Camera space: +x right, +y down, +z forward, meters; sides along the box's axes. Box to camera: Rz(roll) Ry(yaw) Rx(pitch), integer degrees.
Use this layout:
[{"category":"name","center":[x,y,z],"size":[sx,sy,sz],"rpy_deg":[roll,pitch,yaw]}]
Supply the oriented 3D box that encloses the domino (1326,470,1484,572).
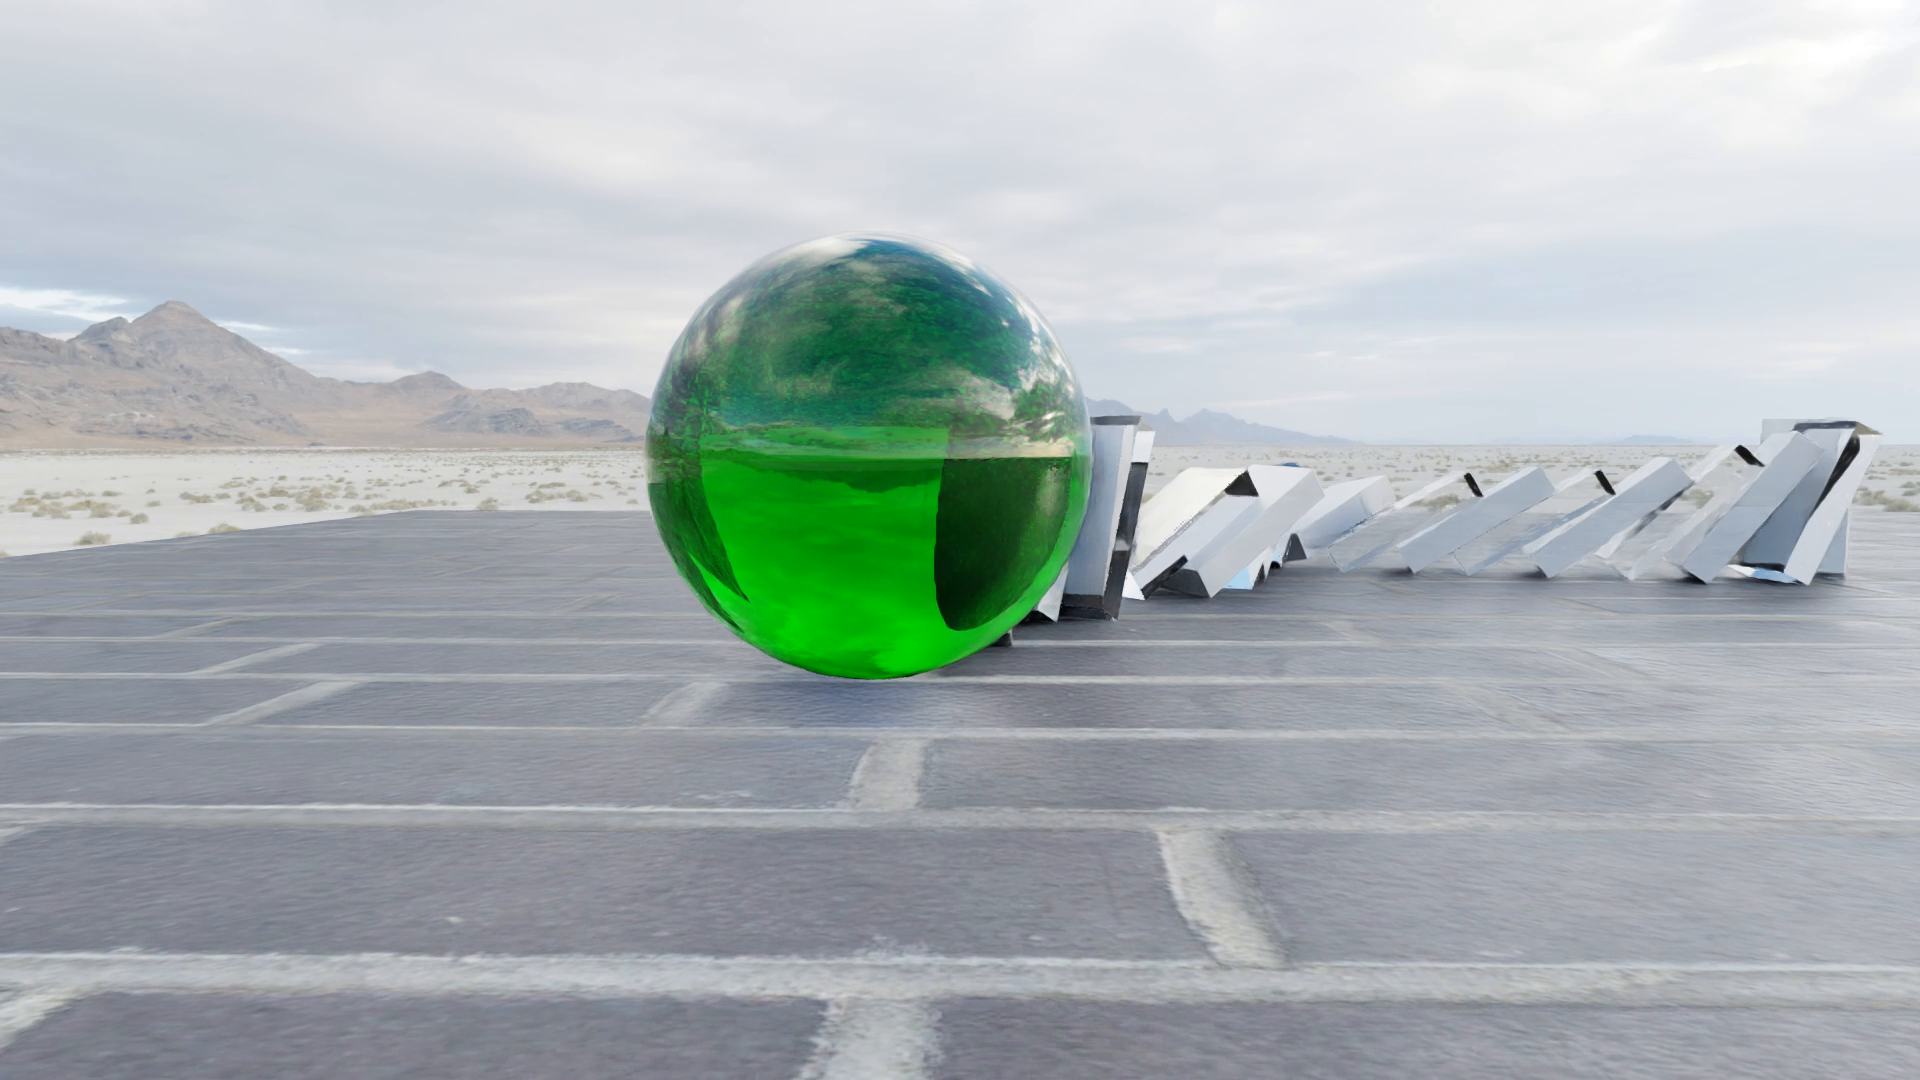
[{"category":"domino","center":[0.148,-0.006,0.430],"size":[0.050,0.010,0.025],"rpy_deg":[-30,-2,12]}]

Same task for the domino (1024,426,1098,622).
[{"category":"domino","center":[0.016,-0.006,0.316],"size":[0.025,0.050,0.010],"rpy_deg":[3,-19,33]}]

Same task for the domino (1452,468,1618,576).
[{"category":"domino","center":[0.185,-0.006,0.418],"size":[0.050,0.009,0.025],"rpy_deg":[-32,-5,16]}]

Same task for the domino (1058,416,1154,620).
[{"category":"domino","center":[0.031,-0.006,0.319],"size":[0.025,0.050,0.009],"rpy_deg":[3,-19,33]}]

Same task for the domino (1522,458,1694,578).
[{"category":"domino","center":[0.206,-0.007,0.411],"size":[0.050,0.010,0.025],"rpy_deg":[-38,-8,17]}]

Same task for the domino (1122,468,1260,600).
[{"category":"domino","center":[0.060,-0.003,0.368],"size":[0.050,0.009,0.025],"rpy_deg":[-39,22,-23]}]

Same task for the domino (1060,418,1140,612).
[{"category":"domino","center":[0.031,-0.007,0.333],"size":[0.025,0.050,0.010],"rpy_deg":[2,-21,22]}]

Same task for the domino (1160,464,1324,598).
[{"category":"domino","center":[0.079,-0.003,0.372],"size":[0.050,0.009,0.025],"rpy_deg":[-38,23,-21]}]

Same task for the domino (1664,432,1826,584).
[{"category":"domino","center":[0.241,-0.010,0.396],"size":[0.010,0.050,0.025],"rpy_deg":[38,14,12]}]

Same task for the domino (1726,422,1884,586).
[{"category":"domino","center":[0.260,-0.012,0.397],"size":[0.009,0.050,0.025],"rpy_deg":[25,2,-7]}]

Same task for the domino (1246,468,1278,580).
[{"category":"domino","center":[0.091,-0.006,0.416],"size":[0.025,0.009,0.050],"rpy_deg":[0,34,26]}]

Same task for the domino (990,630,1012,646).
[{"category":"domino","center":[-0.001,-0.003,0.275],"size":[0.025,0.050,0.009],"rpy_deg":[0,-23,4]}]

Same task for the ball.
[{"category":"ball","center":[-0.016,-0.015,0.232],"size":[0.080,0.080,0.080],"rpy_deg":[0,4,0]}]

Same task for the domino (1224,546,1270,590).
[{"category":"domino","center":[0.084,-0.004,0.397],"size":[0.025,0.010,0.050],"rpy_deg":[2,36,29]}]

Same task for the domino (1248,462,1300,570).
[{"category":"domino","center":[0.099,-0.008,0.435],"size":[0.025,0.010,0.050],"rpy_deg":[-4,33,28]}]

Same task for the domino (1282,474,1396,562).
[{"category":"domino","center":[0.126,-0.007,0.449],"size":[0.050,0.010,0.025],"rpy_deg":[-29,9,-30]}]

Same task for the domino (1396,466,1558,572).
[{"category":"domino","center":[0.169,-0.007,0.423],"size":[0.050,0.010,0.025],"rpy_deg":[-33,-6,16]}]

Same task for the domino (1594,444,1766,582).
[{"category":"domino","center":[0.225,-0.009,0.402],"size":[0.010,0.050,0.025],"rpy_deg":[46,16,9]}]

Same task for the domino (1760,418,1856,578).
[{"category":"domino","center":[0.271,-0.014,0.412],"size":[0.025,0.050,0.010],"rpy_deg":[3,-10,38]}]
